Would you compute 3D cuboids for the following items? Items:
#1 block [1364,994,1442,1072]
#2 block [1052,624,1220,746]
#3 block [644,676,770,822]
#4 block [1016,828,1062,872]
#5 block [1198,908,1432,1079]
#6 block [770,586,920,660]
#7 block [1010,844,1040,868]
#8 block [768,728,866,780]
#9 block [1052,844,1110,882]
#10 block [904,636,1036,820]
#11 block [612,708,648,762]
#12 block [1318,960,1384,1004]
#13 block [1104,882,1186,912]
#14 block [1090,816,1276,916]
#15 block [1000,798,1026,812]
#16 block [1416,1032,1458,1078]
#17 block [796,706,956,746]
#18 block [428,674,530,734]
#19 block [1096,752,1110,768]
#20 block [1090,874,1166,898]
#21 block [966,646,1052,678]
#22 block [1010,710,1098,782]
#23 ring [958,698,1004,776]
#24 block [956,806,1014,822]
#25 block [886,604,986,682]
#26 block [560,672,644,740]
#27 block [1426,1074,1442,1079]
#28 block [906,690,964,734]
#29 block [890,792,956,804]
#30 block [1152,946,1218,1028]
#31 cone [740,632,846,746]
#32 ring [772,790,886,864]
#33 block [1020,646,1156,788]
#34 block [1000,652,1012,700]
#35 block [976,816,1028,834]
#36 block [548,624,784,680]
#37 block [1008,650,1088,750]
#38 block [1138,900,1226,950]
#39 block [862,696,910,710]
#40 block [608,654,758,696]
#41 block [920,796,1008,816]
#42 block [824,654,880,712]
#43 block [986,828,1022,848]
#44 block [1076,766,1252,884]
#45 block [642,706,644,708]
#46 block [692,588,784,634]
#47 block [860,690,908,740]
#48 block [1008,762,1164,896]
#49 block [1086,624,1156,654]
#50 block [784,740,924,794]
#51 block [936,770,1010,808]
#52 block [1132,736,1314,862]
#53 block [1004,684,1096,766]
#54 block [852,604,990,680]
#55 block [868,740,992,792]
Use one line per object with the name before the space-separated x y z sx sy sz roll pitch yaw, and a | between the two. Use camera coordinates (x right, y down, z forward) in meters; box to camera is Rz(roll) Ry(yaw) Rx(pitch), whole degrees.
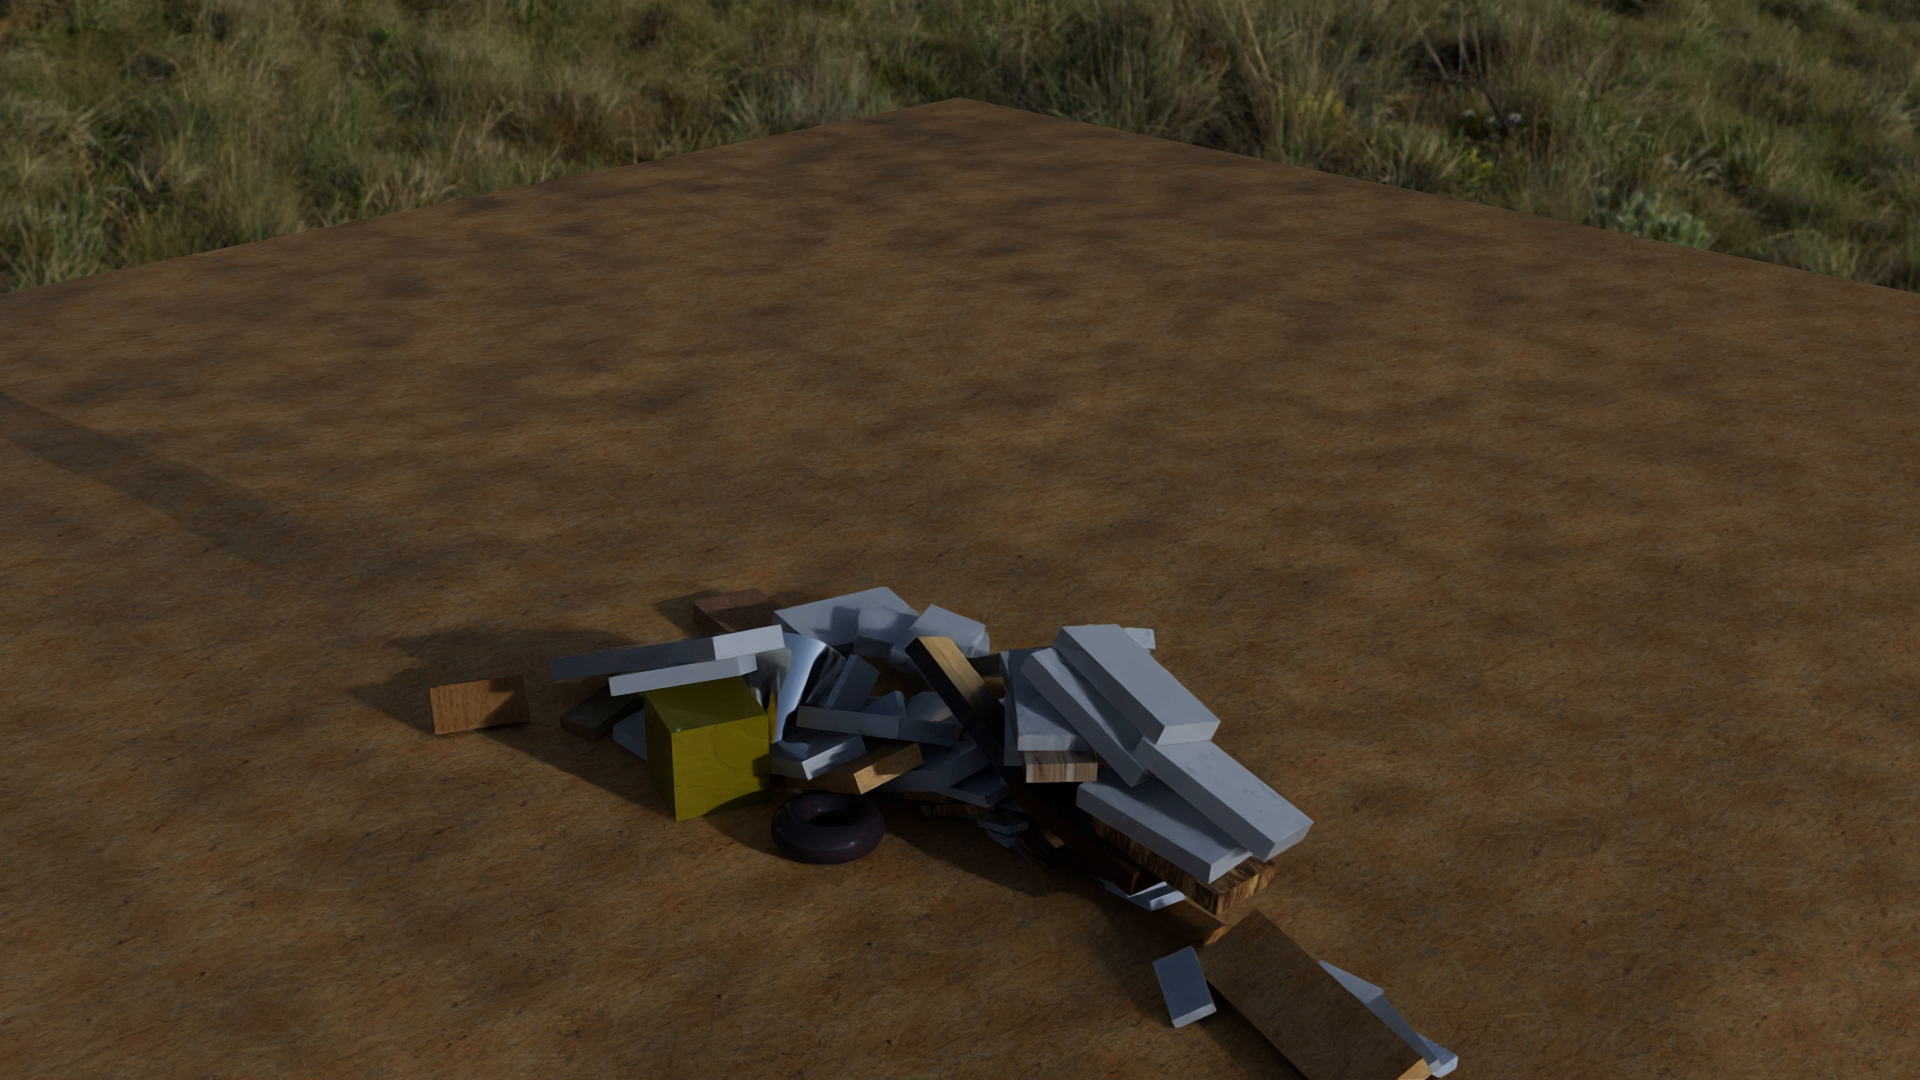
block | 0.720 0.841 3.675 0.084 0.024 0.167 -31 38 -7
block | 0.328 0.267 4.112 0.155 0.044 0.311 -1 34 -43
block | -0.519 0.423 4.507 0.201 0.201 0.201 -10 25 -21
block | 0.156 0.602 4.273 0.047 0.013 0.095 -17 47 -33
block | 0.583 0.804 3.720 0.155 0.044 0.487 -37 33 -9
block | -0.255 0.200 5.133 0.338 0.048 0.169 -12 39 -41
block | 0.146 0.610 4.306 0.047 0.013 0.094 -15 27 -31
block | -0.312 0.437 4.505 0.138 0.039 0.276 -23 9 -25
block | 0.263 0.607 4.192 0.085 0.024 0.169 -17 16 -34
block | 0.062 0.372 4.394 0.442 0.039 0.138 51 20 20
block | -0.600 0.390 4.746 0.138 0.039 0.276 27 36 29
block | 0.667 0.777 3.811 0.122 0.017 0.061 23 36 23
block | 0.346 0.656 4.142 0.077 0.022 0.155 -15 15 -28
block | 0.406 0.560 4.019 0.155 0.044 0.310 -21 38 -38
block | 0.115 0.525 4.403 0.052 0.015 0.103 -14 10 -30
block | 0.701 0.837 3.758 0.084 0.024 0.306 -18 29 -36
block | -0.174 0.379 4.498 0.155 0.044 0.311 12 -7 -44
block | -1.046 0.357 4.785 0.203 0.102 0.029 -8 -1 -18
block | 0.289 0.431 4.415 0.178 0.050 0.431 -3 36 -13
block | 0.311 0.630 4.171 0.085 0.024 0.169 -14 15 -23
block | 0.155 0.270 4.858 0.154 0.044 0.309 0 -8 -29
block | 0.176 0.383 4.168 0.132 0.037 0.264 -1 20 -5
ring | 0.180 0.432 4.588 0.370 0.123 0.370 1 22 0
block | 0.049 0.547 4.412 0.103 0.015 0.052 0 10 39
block | -0.051 0.237 4.966 0.138 0.039 0.276 21 26 11
block | -0.770 0.364 4.824 0.102 0.029 0.203 13 34 33
block | 0.730 0.898 3.568 0.167 0.024 0.084 21 58 40
block | -0.059 0.373 4.671 0.138 0.039 0.276 -28 12 -27
block | -0.056 0.503 4.482 0.166 0.023 0.083 0 20 44
block | 0.391 0.779 3.837 0.077 0.022 0.155 -25 30 5
cone | -0.381 0.386 4.698 0.269 0.269 0.269 4 50 9
ring | -0.260 0.564 4.337 0.226 0.075 0.226 0 22 0
block | 0.267 0.322 4.114 0.310 0.044 0.155 46 30 22
block | 0.160 0.280 4.356 0.132 0.037 0.264 -1 16 -6
block | 0.085 0.564 4.369 0.052 0.015 0.104 -11 9 -34
block | -0.644 0.245 4.744 0.169 0.048 0.693 -10 0 -39
block | 0.167 0.303 4.185 0.132 0.037 0.264 0 34 -4
block | 0.410 0.703 4.076 0.077 0.022 0.155 -17 29 -35
block | -0.177 0.377 4.705 0.023 0.081 0.163 35 -23 -29
block | -0.572 0.276 4.548 0.276 0.039 0.138 -10 0 10
block | 0.012 0.525 4.427 0.166 0.023 0.083 -7 15 36
block | -0.238 0.335 4.728 0.023 0.163 0.081 12 -20 45
block | 0.093 0.584 4.340 0.047 0.013 0.094 -9 11 -21
block | 0.381 0.507 4.020 0.310 0.044 0.155 28 36 35
block | -0.658 0.349 4.901 0.102 0.029 0.203 -17 29 -35
block | -0.480 0.210 5.204 0.169 0.048 0.338 -14 27 -30
block | -0.179 0.389 4.634 0.023 0.163 0.081 20 47 -43
block | 0.273 0.527 4.153 0.178 0.050 0.356 -17 36 -34
block | 0.261 0.279 4.675 0.154 0.379 0.044 5 63 -22
block | -0.219 0.457 4.451 0.155 0.044 0.310 -24 9 -30
block | 0.026 0.490 4.375 0.083 0.023 0.166 -25 22 -37
block | 0.476 0.452 3.991 0.310 0.044 0.155 38 27 24
block | 0.178 0.340 4.390 0.178 0.050 0.356 2 25 1
block | -0.087 0.234 5.050 0.309 0.044 0.154 13 25 -6
block | -0.088 0.460 4.463 0.155 0.044 0.310 -25 11 -40
